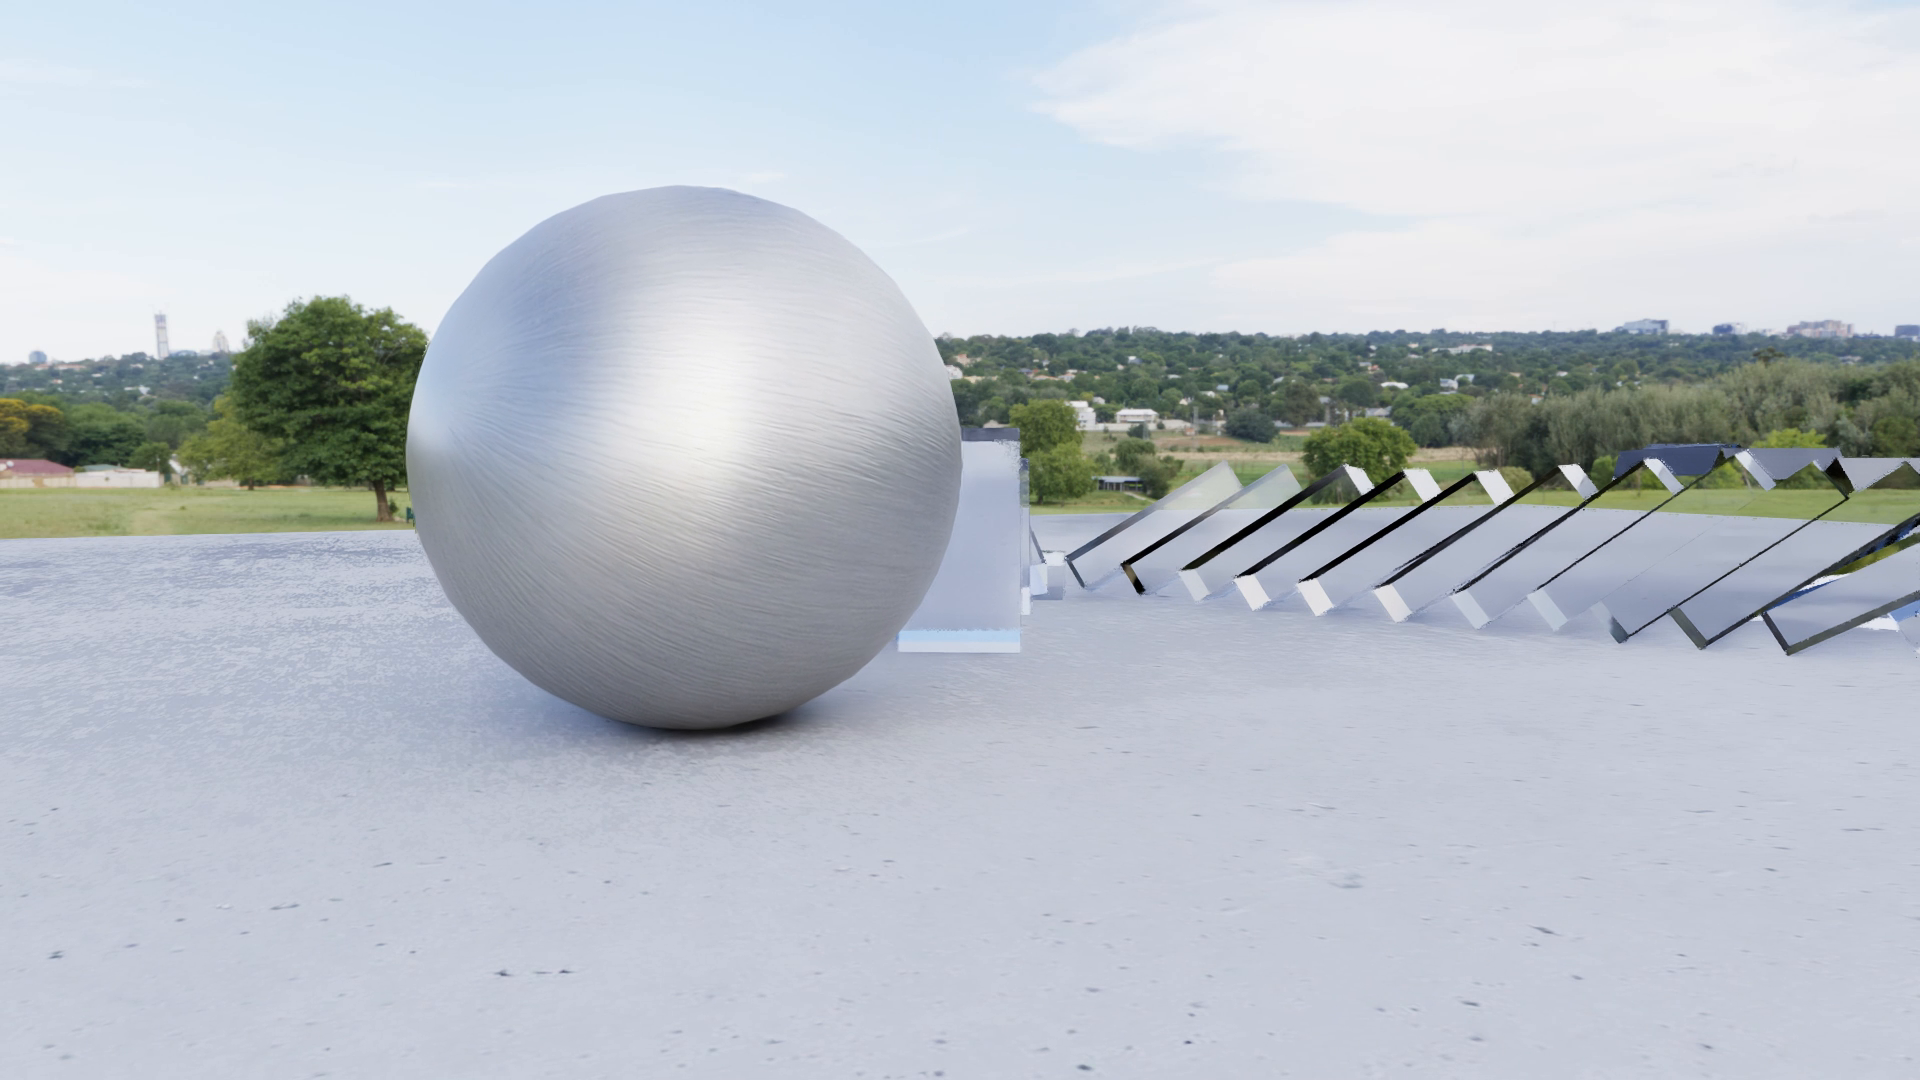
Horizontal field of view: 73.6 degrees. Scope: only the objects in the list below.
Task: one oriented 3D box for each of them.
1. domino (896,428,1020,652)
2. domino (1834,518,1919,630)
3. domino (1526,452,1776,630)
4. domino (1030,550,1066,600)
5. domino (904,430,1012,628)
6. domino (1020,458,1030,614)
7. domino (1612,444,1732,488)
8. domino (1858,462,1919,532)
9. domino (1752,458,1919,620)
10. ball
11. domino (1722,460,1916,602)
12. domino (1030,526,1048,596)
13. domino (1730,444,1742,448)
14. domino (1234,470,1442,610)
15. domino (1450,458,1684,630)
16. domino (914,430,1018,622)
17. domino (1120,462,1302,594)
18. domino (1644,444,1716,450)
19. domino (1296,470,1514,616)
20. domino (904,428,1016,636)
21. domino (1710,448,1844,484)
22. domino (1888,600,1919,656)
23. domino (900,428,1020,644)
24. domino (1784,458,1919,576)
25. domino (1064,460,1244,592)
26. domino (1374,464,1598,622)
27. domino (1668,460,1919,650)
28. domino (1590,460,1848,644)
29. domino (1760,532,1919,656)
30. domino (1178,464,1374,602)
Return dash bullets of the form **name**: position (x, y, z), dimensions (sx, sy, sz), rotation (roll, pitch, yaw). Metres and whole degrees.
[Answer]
- **domino**: position (0.000, -0.001, 0.271), dimensions (0.025, 0.050, 0.009), rotation (0, -32, 2)
- **domino**: position (0.208, 0.000, 0.275), dimensions (0.025, 0.009, 0.050), rotation (5, -41, -13)
- **domino**: position (0.152, 0.000, 0.282), dimensions (0.050, 0.009, 0.025), rotation (-44, -21, 31)
- **domino**: position (0.018, 0.010, 0.375), dimensions (0.025, 0.010, 0.050), rotation (0, 4, 5)
- **domino**: position (0.000, -0.003, 0.306), dimensions (0.025, 0.050, 0.010), rotation (0, -32, 2)
- **domino**: position (0.006, -0.002, 0.335), dimensions (0.025, 0.010, 0.050), rotation (0, 43, 2)
- **domino**: position (0.190, -0.003, 0.331), dimensions (0.025, 0.009, 0.050), rotation (-2, -40, 45)
- **domino**: position (0.267, -0.002, 0.339), dimensions (0.025, 0.010, 0.050), rotation (-4, 43, -42)
- **domino**: position (0.198, 0.001, 0.293), dimensions (0.025, 0.009, 0.050), rotation (0, -36, -5)
- **ball**: position (-0.040, -0.012, 0.192), dimensions (0.080, 0.080, 0.080), rotation (0, 4, 0)
- **domino**: position (0.242, -0.004, 0.362), dimensions (0.050, 0.009, 0.025), rotation (45, 27, 25)
- **domino**: position (0.006, -0.002, 0.355), dimensions (0.025, 0.010, 0.050), rotation (-8, 34, -7)
- **domino**: position (0.220, -0.005, 0.355), dimensions (0.009, 0.050, 0.025), rotation (-45, 5, 0)
- **domino**: position (0.096, 0.000, 0.325), dimensions (0.050, 0.009, 0.025), rotation (-37, -17, 29)
- **domino**: position (0.139, 0.001, 0.293), dimensions (0.050, 0.010, 0.025), rotation (-43, -20, 30)
- **domino**: position (0.002, -0.004, 0.318), dimensions (0.025, 0.050, 0.010), rotation (0, -32, 2)
- **domino**: position (0.069, -0.002, 0.346), dimensions (0.050, 0.010, 0.025), rotation (-33, -11, 14)
- **domino**: position (0.206, -0.005, 0.346), dimensions (0.010, 0.050, 0.025), rotation (-46, 15, -9)
- **domino**: position (0.110, 0.001, 0.315), dimensions (0.050, 0.009, 0.025), rotation (-38, -17, 30)
- **domino**: position (0.000, -0.003, 0.295), dimensions (0.025, 0.050, 0.009), rotation (0, -32, 2)
- **domino**: position (0.190, -0.001, 0.310), dimensions (0.025, 0.009, 0.050), rotation (1, -40, 7)
- **domino**: position (0.207, 0.006, 0.246), dimensions (0.050, 0.009, 0.025), rotation (-34, -10, 29)
- **domino**: position (0.001, -0.002, 0.283), dimensions (0.025, 0.050, 0.009), rotation (0, -32, 2)
- **domino**: position (0.256, -0.003, 0.353), dimensions (0.025, 0.010, 0.050), rotation (-2, 41, -49)
- **domino**: position (0.054, -0.003, 0.353), dimensions (0.050, 0.010, 0.025), rotation (-32, -11, 8)
- **domino**: position (0.125, 0.001, 0.304), dimensions (0.050, 0.010, 0.025), rotation (-41, -19, 30)
- **domino**: position (0.173, 0.003, 0.264), dimensions (0.050, 0.009, 0.025), rotation (-43, -20, 29)
- **domino**: position (0.161, 0.003, 0.273), dimensions (0.050, 0.009, 0.025), rotation (-43, -20, 29)
- **domino**: position (0.188, 0.006, 0.256), dimensions (0.050, 0.010, 0.025), rotation (-35, -16, 31)
- **domino**: position (0.084, -0.001, 0.335), dimensions (0.050, 0.010, 0.025), rotation (-36, -16, 24)
